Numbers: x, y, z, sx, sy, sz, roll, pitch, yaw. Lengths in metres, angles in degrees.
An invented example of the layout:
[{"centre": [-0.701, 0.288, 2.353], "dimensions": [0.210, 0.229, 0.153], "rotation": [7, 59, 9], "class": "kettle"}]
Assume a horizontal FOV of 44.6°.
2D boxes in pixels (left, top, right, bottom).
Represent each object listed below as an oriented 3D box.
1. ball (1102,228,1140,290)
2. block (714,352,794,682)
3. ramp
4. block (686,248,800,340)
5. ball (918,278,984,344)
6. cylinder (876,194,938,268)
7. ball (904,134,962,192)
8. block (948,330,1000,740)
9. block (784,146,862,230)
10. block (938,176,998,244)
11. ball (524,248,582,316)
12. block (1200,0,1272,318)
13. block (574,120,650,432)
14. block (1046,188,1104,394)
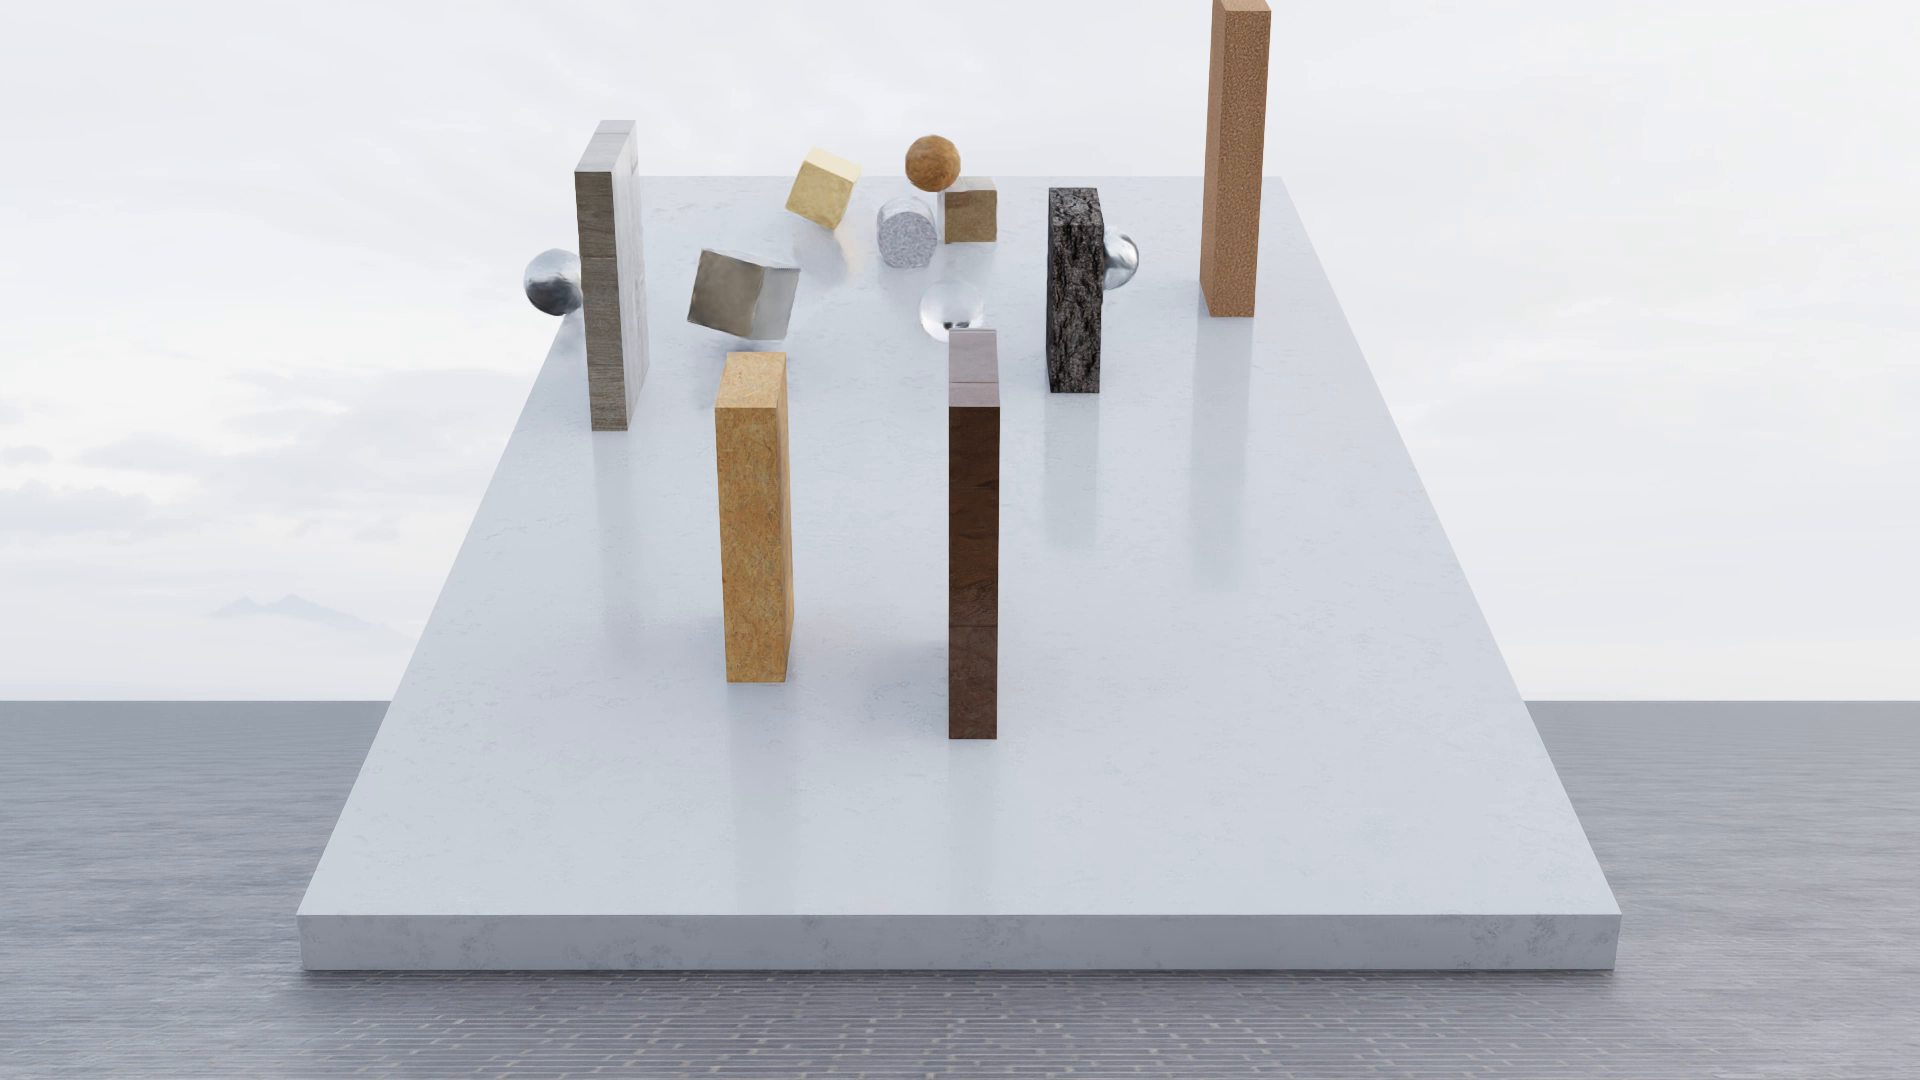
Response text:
[{"centre": [0.365, -0.691, 5.745], "dimensions": [0.152, 0.152, 0.152], "rotation": [0, -4, 0], "class": "ball"}, {"centre": [-0.366, -0.042, 4.206], "dimensions": [0.105, 0.529, 0.274], "rotation": [0, 25, 0], "class": "block"}, {"centre": [-0.009, -0.229, 5.362], "dimensions": [2.000, 0.100, 4.000], "rotation": [0, 25, 0], "class": "ramp"}, {"centre": [-0.527, -0.599, 5.708], "dimensions": [0.180, 0.180, 0.180], "rotation": [18, 12, 22], "class": "block"}, {"centre": [-0.022, -0.566, 5.779], "dimensions": [0.162, 0.162, 0.162], "rotation": [0, -4, 0], "class": "ball"}, {"centre": [-0.146, -0.842, 6.377], "dimensions": [0.160, 0.160, 0.160], "rotation": [0, 25, -4], "class": "cylinder"}, {"centre": [-0.075, -1.041, 6.469], "dimensions": [0.158, 0.158, 0.158], "rotation": [0, -4, 0], "class": "ball"}, {"centre": [0.022, -0.013, 4.047], "dimensions": [0.083, 0.612, 0.368], "rotation": [0, 25, 0], "class": "block"}, {"centre": [-0.389, -1.005, 6.677], "dimensions": [0.156, 0.156, 0.156], "rotation": [24, 26, -3], "class": "block"}, {"centre": [0.020, -0.932, 6.587], "dimensions": [0.149, 0.149, 0.149], "rotation": [-3, 25, -7], "class": "block"}, {"centre": [-1.027, -0.657, 5.960], "dimensions": [0.170, 0.170, 0.170], "rotation": [0, -4, 0], "class": "ball"}, {"centre": [0.697, -0.989, 5.959], "dimensions": [0.110, 0.782, 0.306], "rotation": [0, 25, 0], "class": "block"}, {"centre": [-0.790, -0.609, 5.344], "dimensions": [0.081, 0.602, 0.432], "rotation": [0, 25, 0], "class": "block"}, {"centre": [0.270, -0.595, 5.548], "dimensions": [0.115, 0.409, 0.306], "rotation": [0, 25, 0], "class": "block"}]
